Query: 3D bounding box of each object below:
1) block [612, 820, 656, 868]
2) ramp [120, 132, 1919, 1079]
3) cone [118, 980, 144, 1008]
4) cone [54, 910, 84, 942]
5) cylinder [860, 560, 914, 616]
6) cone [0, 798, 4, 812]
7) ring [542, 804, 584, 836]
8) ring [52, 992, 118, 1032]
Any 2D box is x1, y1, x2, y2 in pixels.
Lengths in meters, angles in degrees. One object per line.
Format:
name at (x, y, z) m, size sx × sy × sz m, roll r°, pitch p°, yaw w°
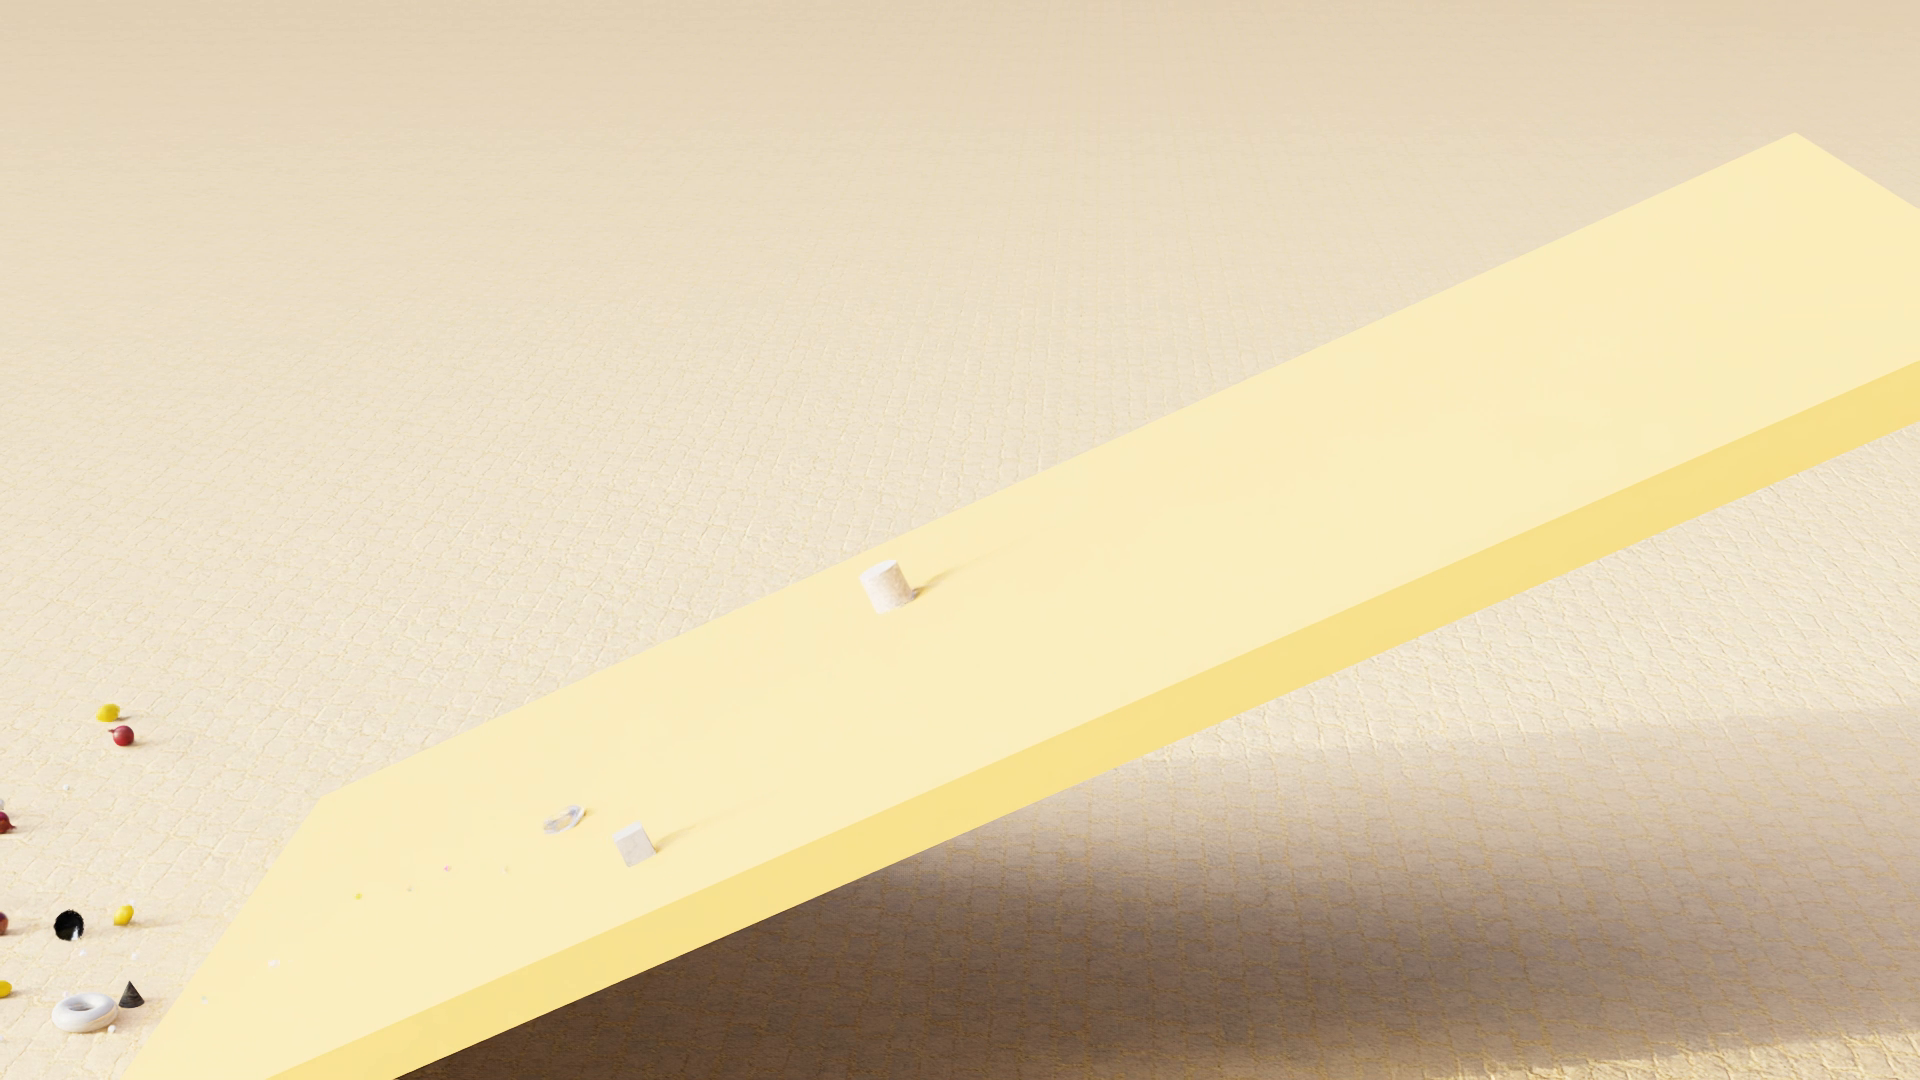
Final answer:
block at (-0.639, 0.596, 5.762) m, size 0.060 × 0.060 × 0.060 m, roll -28°, pitch 13°, yaw -6°
ramp at (0.136, 0.169, 6.282) m, size 4.000 × 0.100 × 2.000 m, roll -24°, pitch 13°, yaw 9°
cone at (-1.850, 1.007, 6.559) m, size 0.057 × 0.057 × 0.057 m, roll 0°, pitch 16°, yaw 0°
cone at (-2.088, 0.912, 6.936) m, size 0.072 × 0.072 × 0.072 m, roll 1°, pitch -11°, yaw 2°
cylinder at (-0.166, 0.107, 6.665) m, size 0.094 × 0.094 × 0.094 m, roll -25°, pitch 13°, yaw 6°
cone at (-2.527, 0.712, 7.626) m, size 0.082 × 0.082 × 0.082 m, roll -1°, pitch 43°, yaw -3°
ring at (-0.839, 0.592, 6.223) m, size 0.095 × 0.032 × 0.095 m, roll -26°, pitch 12°, yaw 6°
ring at (-1.924, 1.039, 6.467) m, size 0.140 × 0.047 × 0.140 m, roll 0°, pitch 17°, yaw 0°
